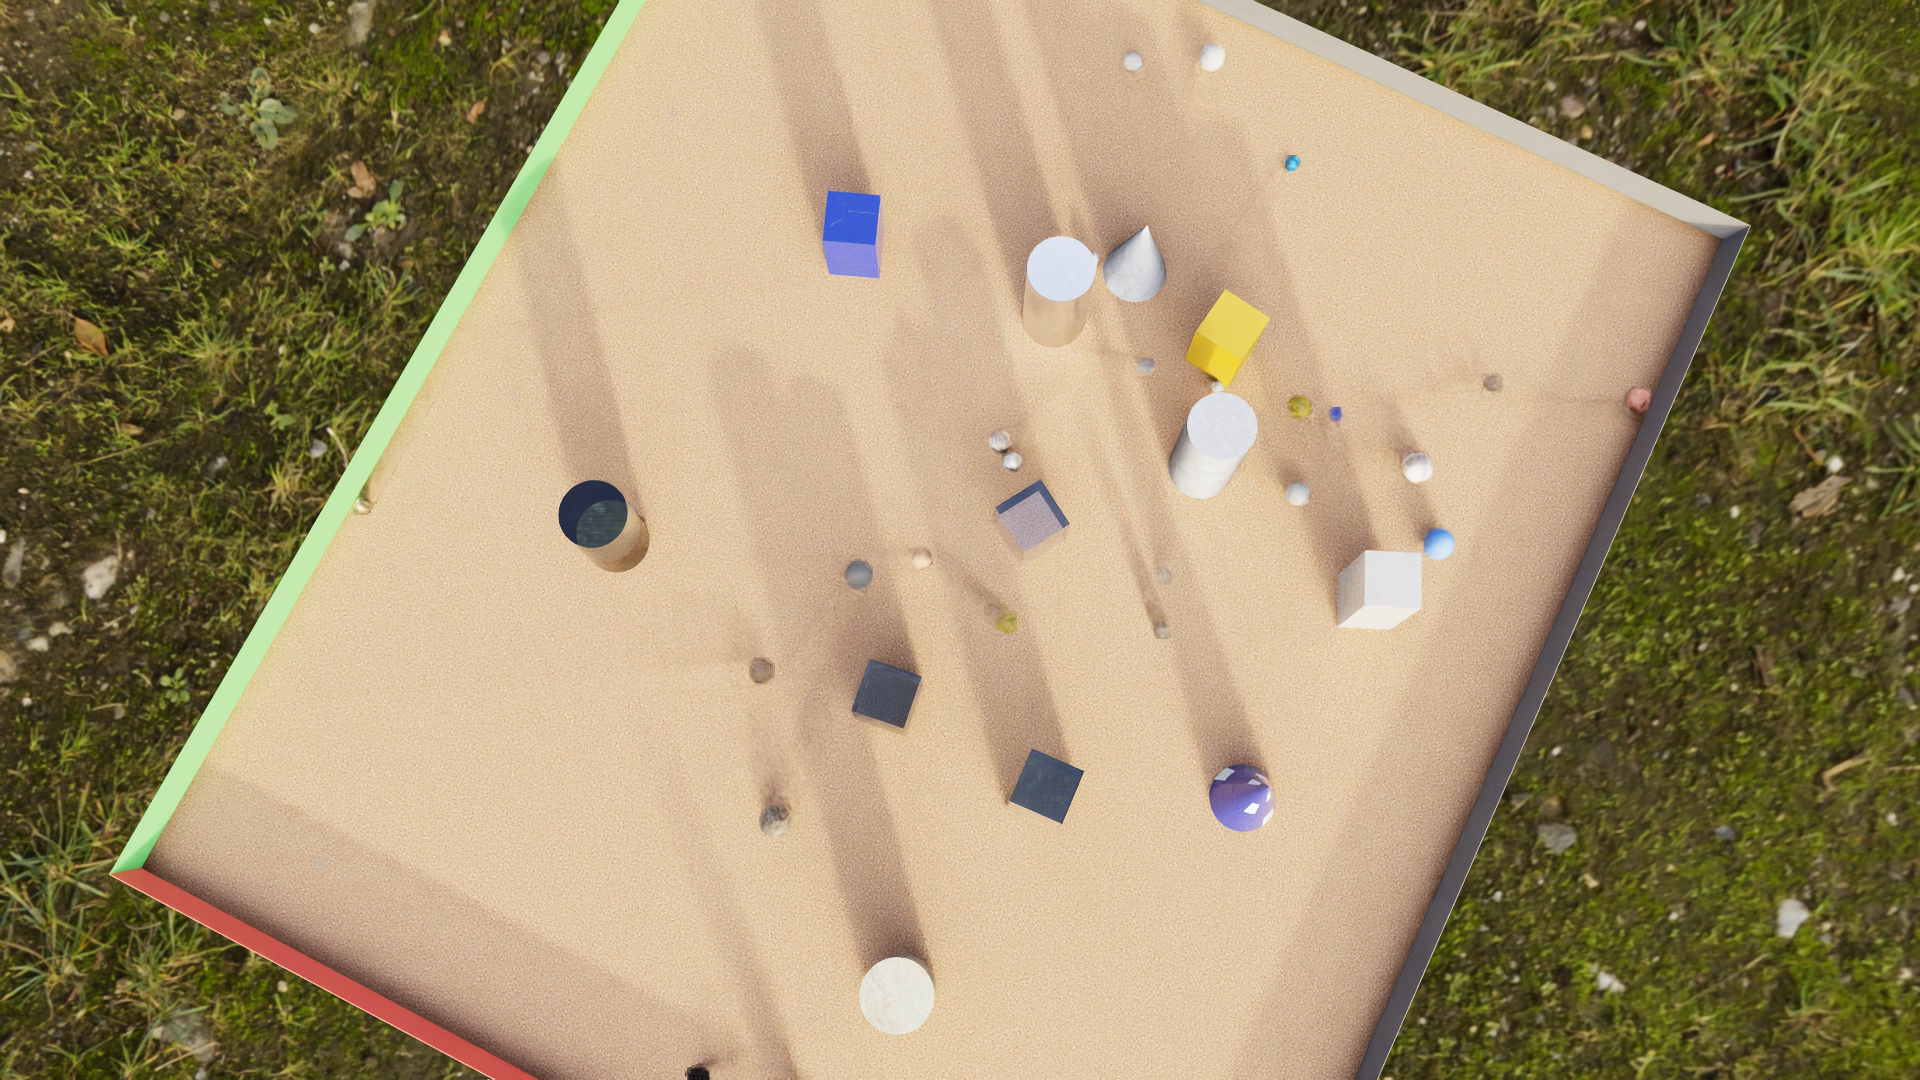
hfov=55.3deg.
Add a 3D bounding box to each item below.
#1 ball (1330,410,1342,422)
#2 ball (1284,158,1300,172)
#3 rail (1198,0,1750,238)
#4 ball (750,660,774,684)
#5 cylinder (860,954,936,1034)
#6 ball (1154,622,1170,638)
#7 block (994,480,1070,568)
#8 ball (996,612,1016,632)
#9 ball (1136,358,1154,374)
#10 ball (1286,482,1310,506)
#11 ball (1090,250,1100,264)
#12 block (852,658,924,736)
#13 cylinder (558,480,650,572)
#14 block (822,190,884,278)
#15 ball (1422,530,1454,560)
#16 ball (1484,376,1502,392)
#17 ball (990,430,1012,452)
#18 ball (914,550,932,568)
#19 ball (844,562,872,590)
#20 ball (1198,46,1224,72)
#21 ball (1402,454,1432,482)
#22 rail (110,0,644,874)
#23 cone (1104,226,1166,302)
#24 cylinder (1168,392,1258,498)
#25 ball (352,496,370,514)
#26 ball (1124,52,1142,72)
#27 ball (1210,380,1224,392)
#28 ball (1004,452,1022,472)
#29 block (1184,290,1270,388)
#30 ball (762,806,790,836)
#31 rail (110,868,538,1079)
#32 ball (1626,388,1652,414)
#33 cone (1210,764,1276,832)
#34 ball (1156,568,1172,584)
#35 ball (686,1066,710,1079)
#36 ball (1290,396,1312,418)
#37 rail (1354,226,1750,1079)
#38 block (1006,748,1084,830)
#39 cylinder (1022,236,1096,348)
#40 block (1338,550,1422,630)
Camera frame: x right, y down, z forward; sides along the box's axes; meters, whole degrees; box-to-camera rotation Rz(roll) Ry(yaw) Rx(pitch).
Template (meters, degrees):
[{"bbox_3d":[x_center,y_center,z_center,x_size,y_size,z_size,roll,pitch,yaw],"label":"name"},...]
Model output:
[{"bbox_3d":[1.165,-0.385,5.676,0.040,0.040,0.040,0,78,0],"label":"ball"},{"bbox_3d":[1.058,-1.198,5.841,0.046,0.046,0.046,0,78,0],"label":"ball"},{"bbox_3d":[0.877,-1.710,5.903,3.505,0.130,0.045,26,80,5],"label":"rail"},{"bbox_3d":[-0.596,0.394,5.497,0.074,0.074,0.074,0,78,0],"label":"ball"},{"bbox_3d":[-0.168,1.261,5.109,0.200,0.483,0.200,0,78,0],"label":"cylinder"},{"bbox_3d":[0.610,0.271,5.535,0.049,0.049,0.049,0,78,0],"label":"ball"},{"bbox_3d":[0.213,-0.047,5.502,0.160,0.244,0.160,-32,80,-6],"label":"block"},{"bbox_3d":[0.138,0.247,5.533,0.064,0.064,0.064,0,78,0],"label":"ball"},{"bbox_3d":[0.575,-0.541,5.702,0.052,0.052,0.052,0,78,0],"label":"ball"},{"bbox_3d":[1.032,-0.143,5.609,0.072,0.072,0.072,0,78,0],"label":"ball"},{"bbox_3d":[0.412,-0.885,5.773,0.053,0.053,0.053,0,78,0],"label":"ball"},{"bbox_3d":[-0.211,0.467,5.396,0.160,0.242,0.160,18,79,4],"label":"block"},{"bbox_3d":[-1.050,-0.036,5.430,0.200,0.380,0.200,0,78,0],"label":"cylinder"},{"bbox_3d":[-0.327,-0.941,5.662,0.160,0.292,0.160,5,78,1],"label":"block"},{"bbox_3d":[1.453,0.014,5.566,0.094,0.094,0.094,0,78,0],"label":"ball"},{"bbox_3d":[1.655,-0.485,5.690,0.053,0.053,0.053,0,78,0],"label":"ball"},{"bbox_3d":[0.127,-0.302,5.644,0.068,0.068,0.068,0,78,0],"label":"ball"},{"bbox_3d":[-0.115,0.057,5.576,0.056,0.056,0.056,0,78,0],"label":"ball"},{"bbox_3d":[-0.309,0.109,5.552,0.082,0.082,0.082,0,78,0],"label":"ball"},{"bbox_3d":[0.808,-1.549,5.895,0.083,0.083,0.083,0,78,0],"label":"ball"},{"bbox_3d":[1.401,-0.221,5.616,0.090,0.090,0.090,0,78,0],"label":"ball"},{"bbox_3d":[-1.546,-0.750,5.705,0.045,0.130,3.969,26,80,5],"label":"rail"},{"bbox_3d":[0.552,-0.888,5.597,0.200,0.398,0.200,0,78,0],"label":"cone"},{"bbox_3d":[0.743,-0.274,5.428,0.200,0.481,0.200,0,78,0],"label":"cylinder"},{"bbox_3d":[-1.833,-0.107,5.610,0.057,0.057,0.057,0,78,0],"label":"ball"},{"bbox_3d":[0.557,-1.537,5.903,0.062,0.062,0.062,0,78,0],"label":"ball"},{"bbox_3d":[0.798,-0.478,5.695,0.040,0.040,0.040,0,78,0],"label":"ball"},{"bbox_3d":[0.163,-0.241,5.637,0.059,0.059,0.059,0,78,0],"label":"ball"},{"bbox_3d":[0.813,-0.612,5.597,0.160,0.287,0.160,35,80,7],"label":"block"},{"bbox_3d":[-0.543,0.826,5.401,0.087,0.087,0.087,0,78,0],"label":"ball"},{"bbox_3d":[-0.877,1.724,5.192,3.505,0.130,0.045,26,80,5],"label":"rail"},{"bbox_3d":[2.101,-0.430,5.667,0.075,0.075,0.075,0,78,0],"label":"ball"},{"bbox_3d":[0.842,0.720,5.224,0.200,0.476,0.200,0,78,0],"label":"cone"},{"bbox_3d":[0.619,0.109,5.569,0.048,0.048,0.048,0,78,0],"label":"ball"},{"bbox_3d":[-0.751,1.547,5.262,0.068,0.068,0.068,0,78,0],"label":"ball"},{"bbox_3d":[1.053,-0.409,5.667,0.067,0.067,0.067,0,78,0],"label":"ball"},{"bbox_3d":[1.546,0.764,5.391,0.045,0.130,3.969,26,80,5],"label":"rail"},{"bbox_3d":[0.243,0.722,5.283,0.160,0.361,0.160,23,79,5],"label":"block"},{"bbox_3d":[0.295,-0.744,5.545,0.200,0.442,0.200,0,78,0],"label":"cylinder"},{"bbox_3d":[1.229,0.151,5.388,0.160,0.386,0.160,3,78,1],"label":"block"}]
